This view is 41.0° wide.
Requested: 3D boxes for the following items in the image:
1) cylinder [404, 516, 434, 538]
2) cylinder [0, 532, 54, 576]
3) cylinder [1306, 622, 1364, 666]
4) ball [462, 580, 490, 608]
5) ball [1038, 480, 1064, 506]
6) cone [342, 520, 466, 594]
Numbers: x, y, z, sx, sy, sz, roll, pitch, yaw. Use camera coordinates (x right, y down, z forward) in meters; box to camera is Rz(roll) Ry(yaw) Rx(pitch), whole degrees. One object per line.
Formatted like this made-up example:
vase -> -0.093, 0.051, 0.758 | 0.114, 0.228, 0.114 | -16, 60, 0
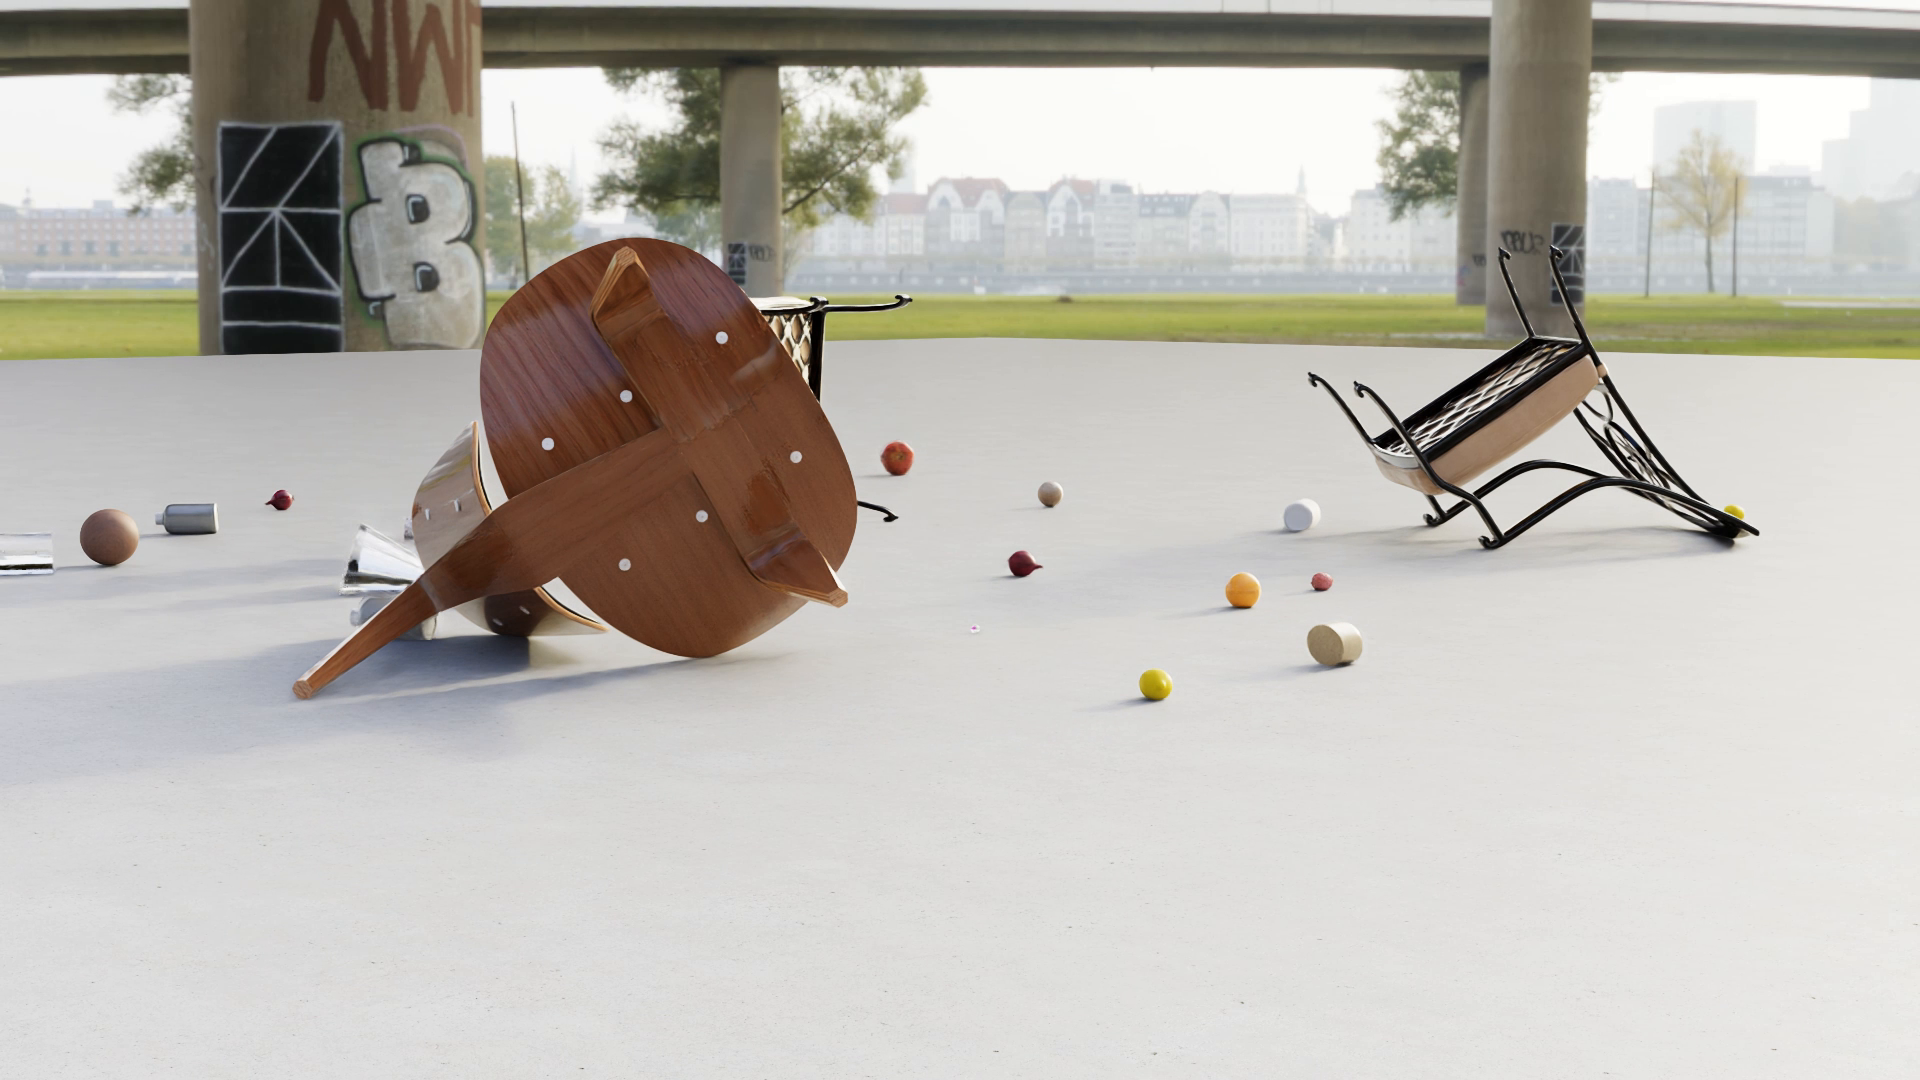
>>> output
cylinder -> -1.365, -0.032, 6.465 | 0.071, 0.052, 0.066 | 3, 17, -11
cylinder -> -2.072, 0.030, 5.671 | 0.124, 0.093, 0.080 | -2, -22, -20
cylinder -> 0.638, 0.176, 4.362 | 0.058, 0.067, 0.078 | -6, 36, -47
ball -> -0.964, 0.107, 5.110 | 0.053, 0.053, 0.053 | 0, 6, 0
ball -> 0.258, -0.132, 7.335 | 0.074, 0.074, 0.074 | 0, 6, 0
cone -> -1.157, 0.068, 5.407 | 0.254, 0.123, 0.243 | 15, 25, -13
